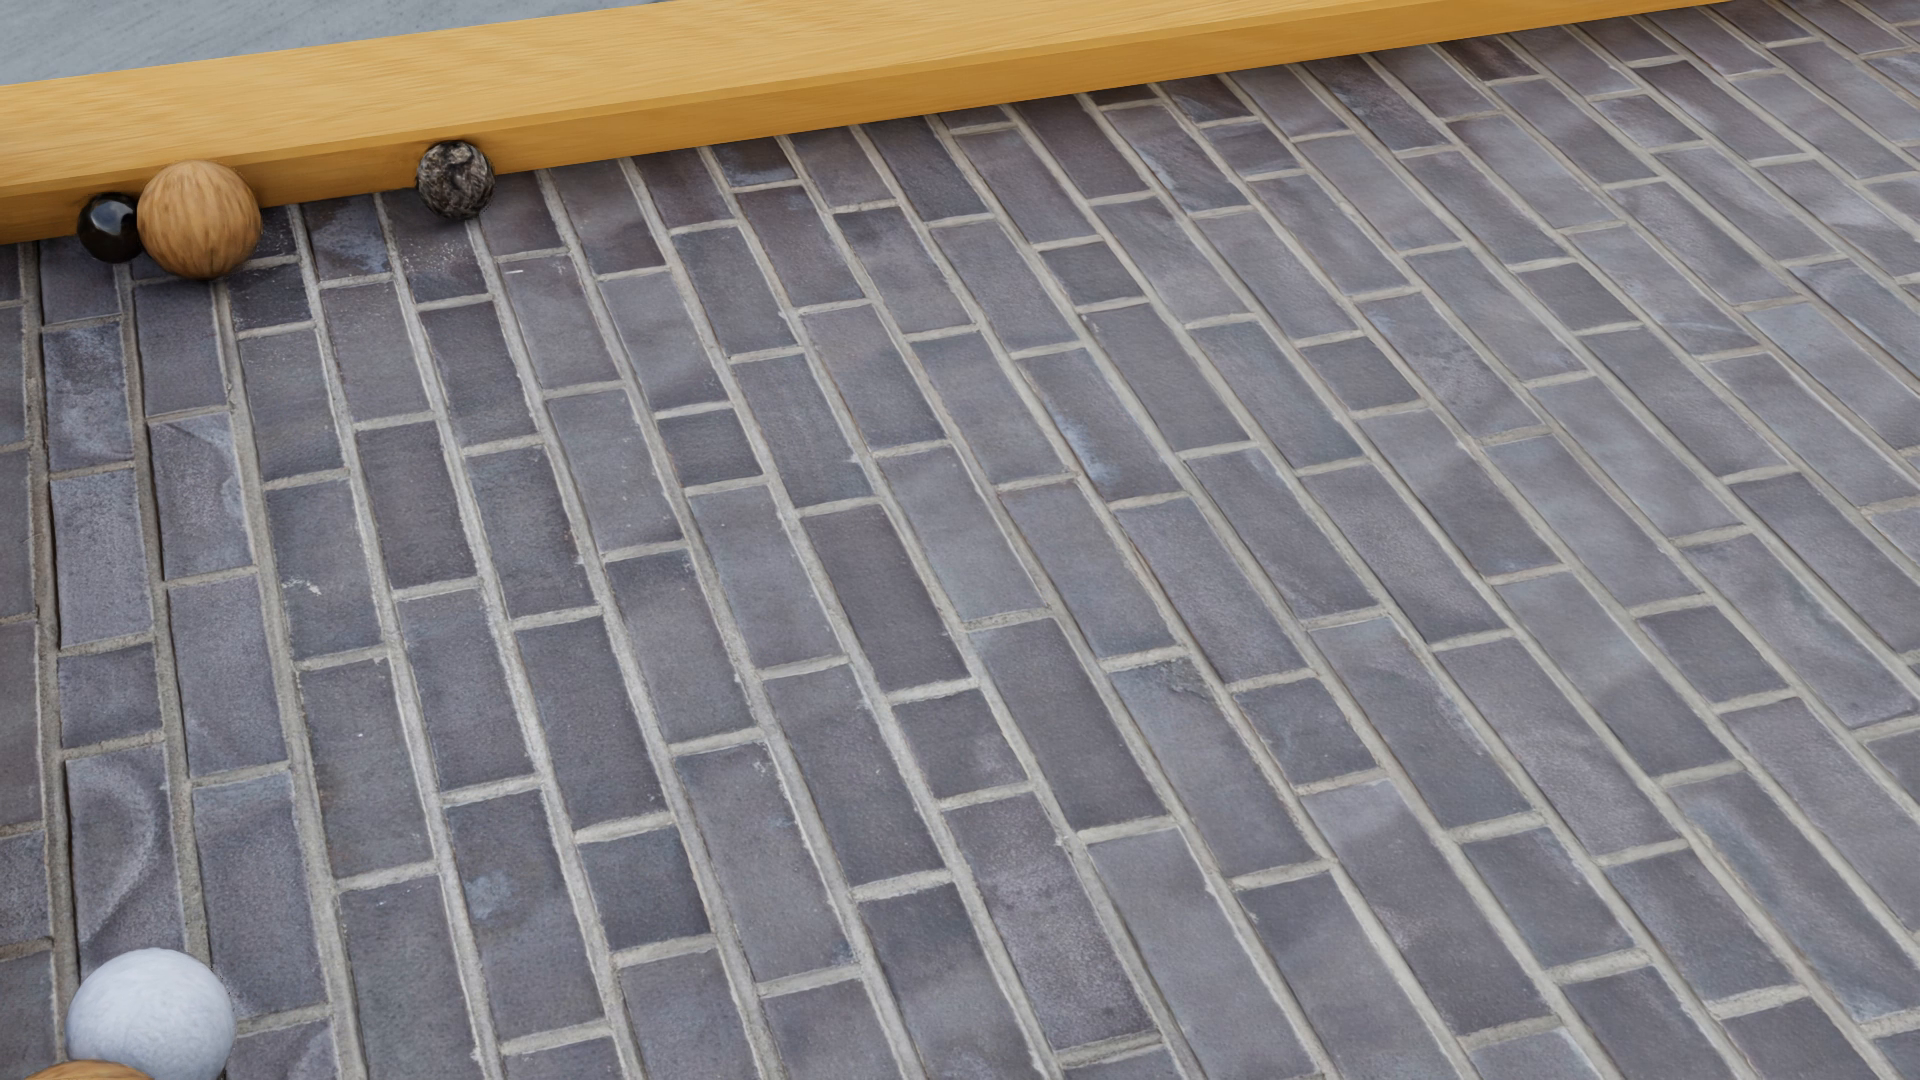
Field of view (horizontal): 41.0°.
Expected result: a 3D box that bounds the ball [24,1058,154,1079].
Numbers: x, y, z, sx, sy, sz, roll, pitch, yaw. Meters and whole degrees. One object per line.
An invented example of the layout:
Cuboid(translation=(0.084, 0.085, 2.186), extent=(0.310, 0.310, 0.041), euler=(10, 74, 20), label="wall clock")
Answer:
Cuboid(translation=(-0.400, 0.287, 1.170), extent=(0.099, 0.099, 0.099), euler=(0, 35, 0), label="ball")

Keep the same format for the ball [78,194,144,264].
Cuboid(translation=(-0.643, -0.237, 1.948), extent=(0.053, 0.053, 0.053), euler=(0, 35, 0), label="ball")

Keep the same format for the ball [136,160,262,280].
Cuboid(translation=(-0.570, -0.240, 1.921), extent=(0.090, 0.090, 0.090), euler=(0, 35, 0), label="ball")

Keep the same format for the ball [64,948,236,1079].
Cuboid(translation=(-0.395, 0.240, 1.253), extent=(0.080, 0.080, 0.080), euler=(0, 35, 0), label="ball")

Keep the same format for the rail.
Cuboid(translation=(0.410, -0.481, 2.227), extent=(2.527, 0.128, 0.045), euler=(-10, 37, -14), label="rail")

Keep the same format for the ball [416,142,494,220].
Cuboid(translation=(-0.394, -0.281, 2.004), extent=(0.060, 0.060, 0.060), euler=(0, 35, 0), label="ball")
